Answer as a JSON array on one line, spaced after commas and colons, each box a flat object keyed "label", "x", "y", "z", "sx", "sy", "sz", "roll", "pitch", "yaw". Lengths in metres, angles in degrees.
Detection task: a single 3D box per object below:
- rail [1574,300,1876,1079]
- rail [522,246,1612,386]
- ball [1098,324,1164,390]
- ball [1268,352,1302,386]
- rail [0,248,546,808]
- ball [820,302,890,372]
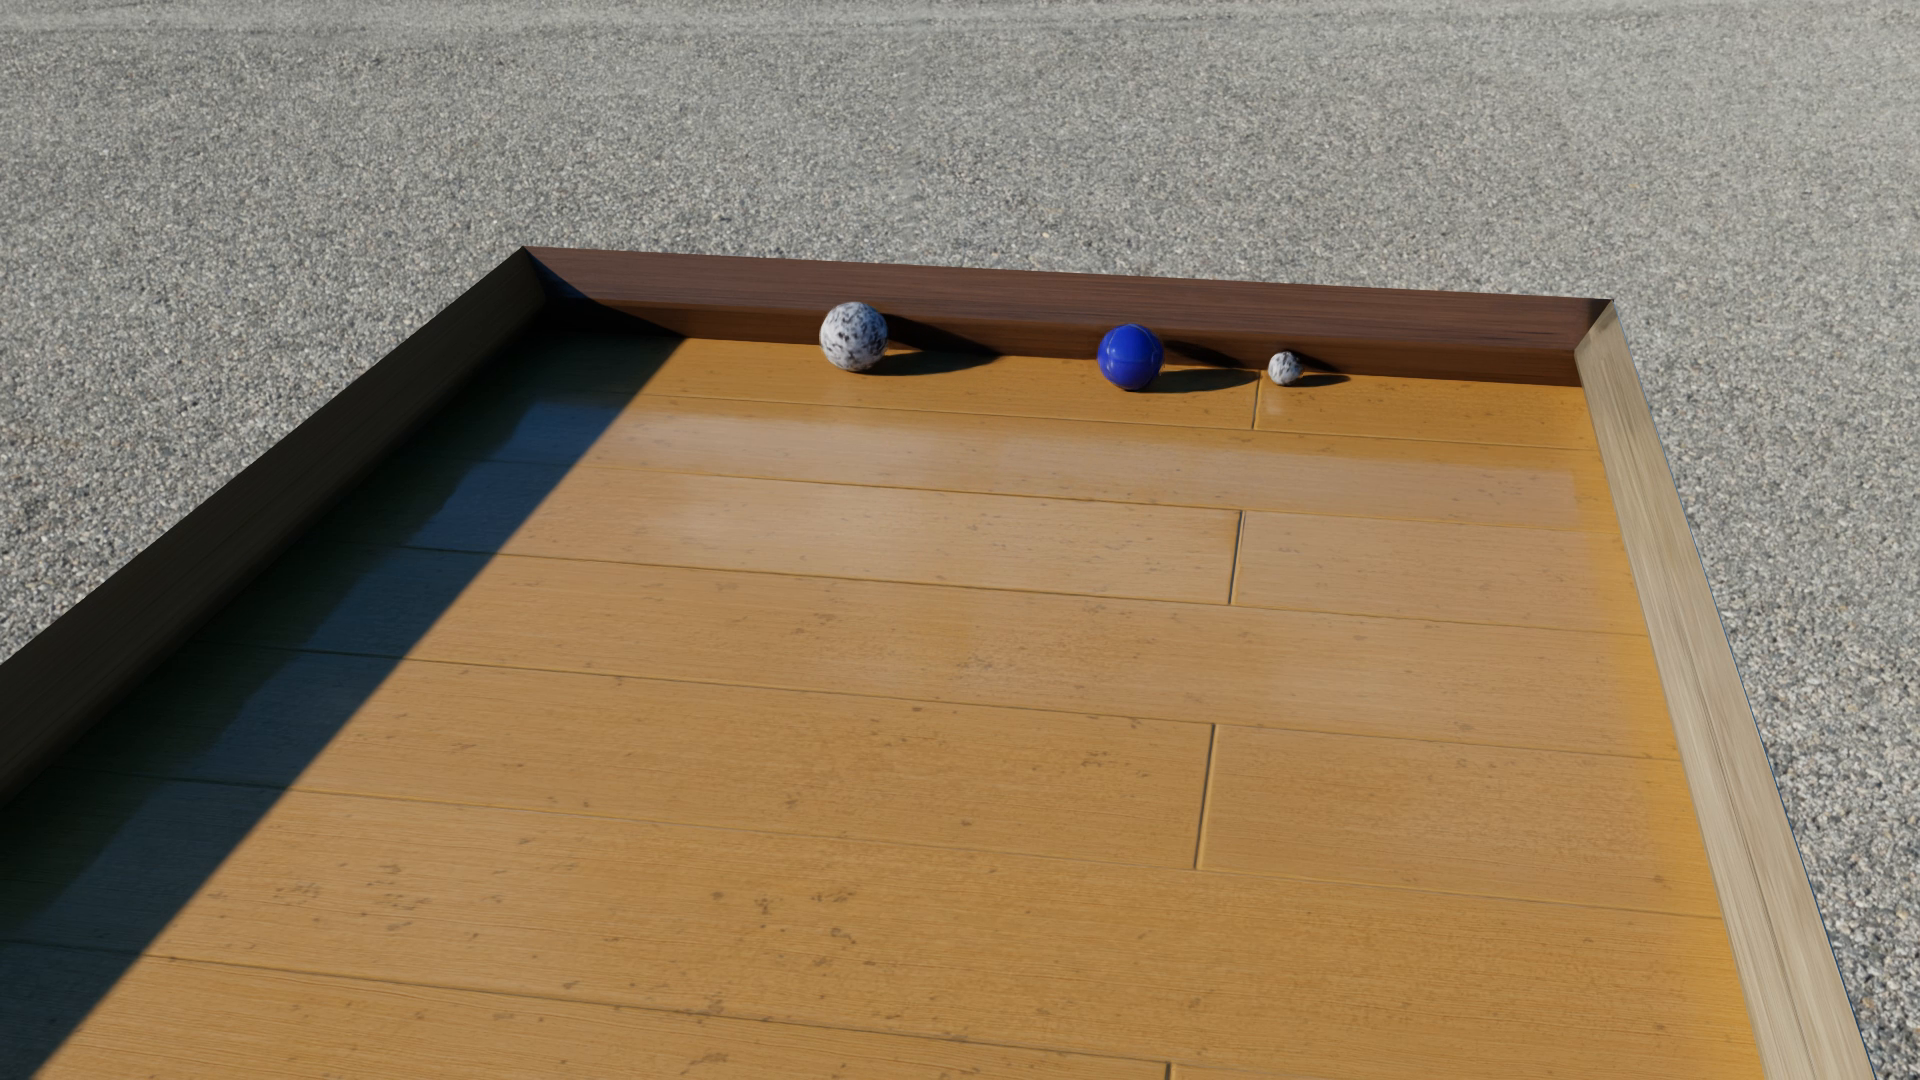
[{"label": "rail", "x": 0.569, "y": 0.293, "z": 1.554, "sx": 0.045, "sy": 0.116, "sz": 2.726, "roll": 4, "pitch": 24, "yaw": 9}, {"label": "rail", "x": 0.110, "y": -0.287, "z": 2.867, "sx": 1.432, "sy": 0.116, "sz": 0.045, "roll": 4, "pitch": 24, "yaw": 9}, {"label": "ball", "x": 0.216, "y": -0.233, "z": 2.788, "sx": 0.083, "sy": 0.083, "sz": 0.083, "roll": 0, "pitch": 24, "yaw": 0}, {"label": "ball", "x": 0.415, "y": -0.219, "z": 2.807, "sx": 0.043, "sy": 0.043, "sz": 0.043, "roll": 0, "pitch": 24, "yaw": 0}, {"label": "rail", "x": -0.796, "y": 0.199, "z": 1.765, "sx": 0.045, "sy": 0.116, "sz": 2.726, "roll": 4, "pitch": 24, "yaw": 9}, {"label": "ball", "x": -0.137, "y": -0.264, "z": 2.849, "sx": 0.090, "sy": 0.090, "sz": 0.090, "roll": 0, "pitch": 24, "yaw": 0}]
